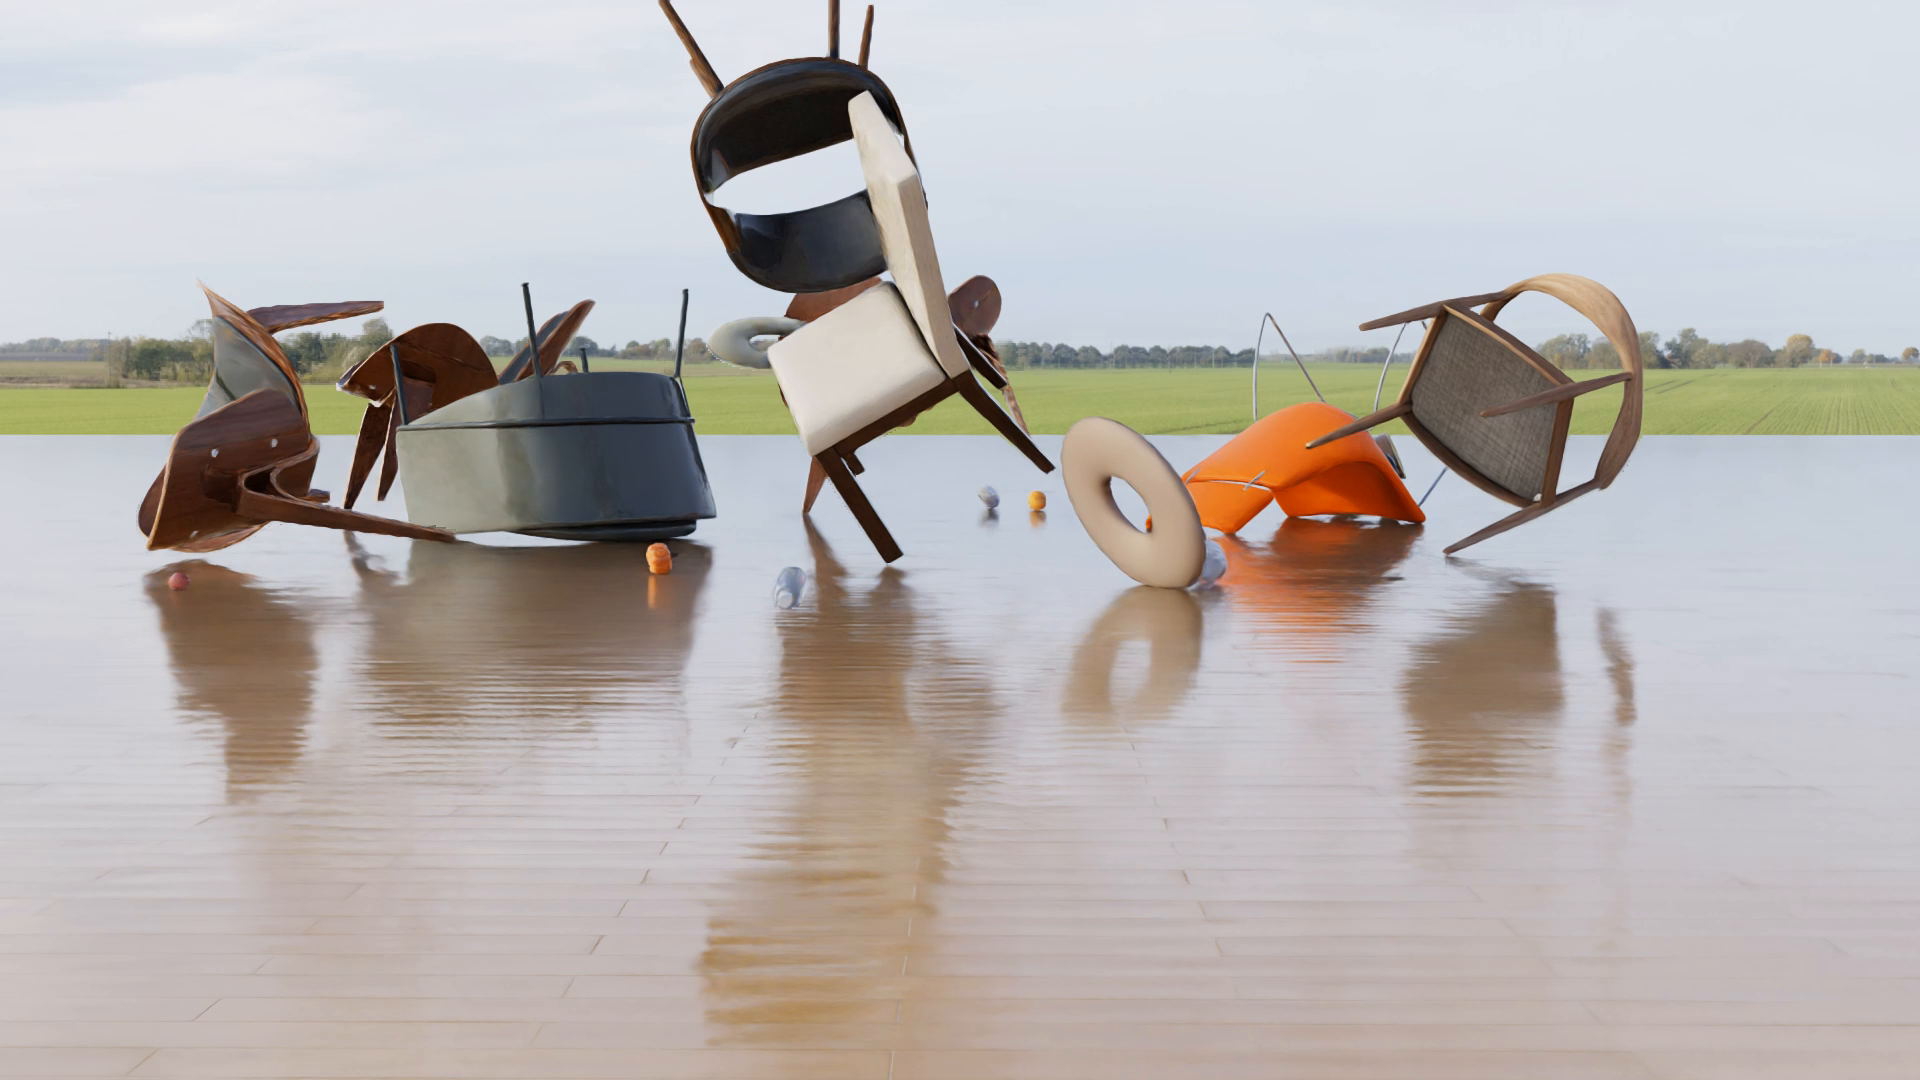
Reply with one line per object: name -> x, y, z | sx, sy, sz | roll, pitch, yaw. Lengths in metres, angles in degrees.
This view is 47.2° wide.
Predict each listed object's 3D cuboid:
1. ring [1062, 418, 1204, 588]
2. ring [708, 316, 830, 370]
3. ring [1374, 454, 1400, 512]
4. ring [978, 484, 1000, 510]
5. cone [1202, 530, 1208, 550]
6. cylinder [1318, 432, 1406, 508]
ring -> 0.387, -0.078, 4.963 | 0.066, 0.436, 0.466 | -31, 44, -26
ring -> -0.598, -0.620, 6.918 | 0.387, 0.168, 0.048 | 1, 12, -12
ring -> 1.556, -0.205, 8.010 | 0.056, 0.217, 0.125 | -1, -12, -13
ring -> 0.107, -0.163, 8.224 | 0.056, 0.095, 0.125 | -37, -18, -5
cone -> 0.586, 0.007, 6.107 | 0.144, 0.096, 0.206 | -20, 7, -9
cylinder -> 1.525, -0.267, 8.345 | 0.282, 0.180, 0.252 | -24, 16, 14
